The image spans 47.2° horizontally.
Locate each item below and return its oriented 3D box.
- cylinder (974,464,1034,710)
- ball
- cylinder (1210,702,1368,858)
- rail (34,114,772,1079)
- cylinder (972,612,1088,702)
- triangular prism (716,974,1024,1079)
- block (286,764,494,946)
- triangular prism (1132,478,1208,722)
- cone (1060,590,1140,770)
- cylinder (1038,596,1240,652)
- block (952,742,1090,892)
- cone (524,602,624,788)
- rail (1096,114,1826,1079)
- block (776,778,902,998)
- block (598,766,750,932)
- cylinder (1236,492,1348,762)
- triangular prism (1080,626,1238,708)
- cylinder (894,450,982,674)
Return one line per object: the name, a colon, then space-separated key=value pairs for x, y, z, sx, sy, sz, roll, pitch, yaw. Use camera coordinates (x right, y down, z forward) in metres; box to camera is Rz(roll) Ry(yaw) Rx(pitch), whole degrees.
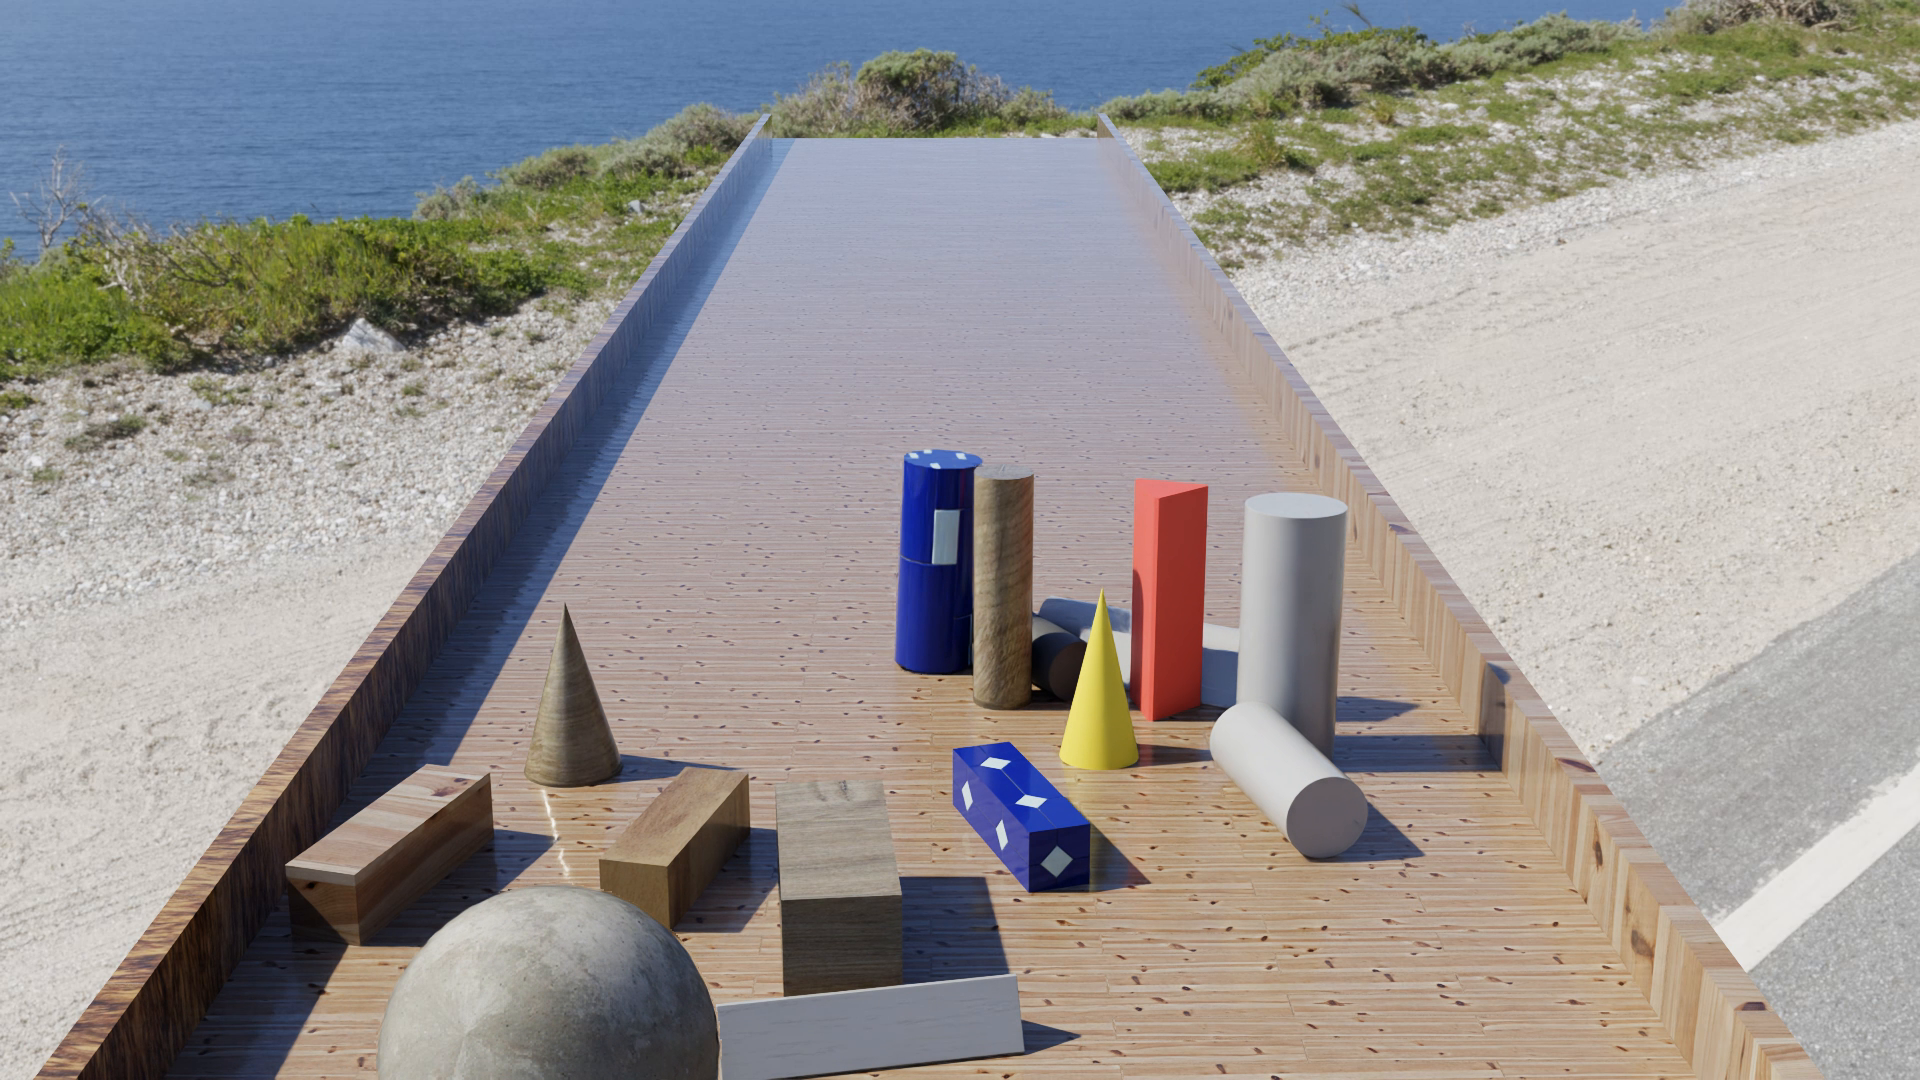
cylinder: x=0.081 y=0.090 z=4.135 sx=0.112 sy=0.451 sz=0.112 roll=0 pitch=17 yaw=0
ball: x=-0.473 y=0.595 z=2.542 sx=0.389 sy=0.389 sz=0.389 roll=0 pitch=17 yaw=0
cylinder: x=0.542 y=0.393 z=3.658 sx=0.140 sy=0.140 sz=0.348 roll=-4 pitch=17 yaw=-13
rail: x=-1.118 y=-0.838 z=7.780 sx=0.050 sy=0.150 sz=12.000 roll=0 pitch=17 yaw=-1
cylinder: x=0.143 y=0.208 z=4.320 sx=0.118 sy=0.118 sz=0.330 roll=-9 pitch=19 yaw=-27
triangular prism: x=-0.121 y=0.637 z=2.920 sx=0.402 sy=0.090 sz=0.104 roll=-3 pitch=17 yaw=-12
block: x=-0.875 y=0.481 z=3.407 sx=0.115 sy=0.115 sz=0.405 roll=5 pitch=17 yaw=16
triangular prism: x=0.367 y=0.106 z=4.114 sx=0.136 sy=0.432 sz=0.118 roll=-14 pitch=22 yaw=-39
cone: x=0.249 y=0.233 z=3.889 sx=0.142 sy=0.316 sz=0.142 roll=0 pitch=17 yaw=0
cylinder: x=0.370 y=0.198 z=4.373 sx=0.440 sy=0.107 sz=0.107 roll=10 pitch=19 yaw=29
block: x=0.095 y=0.443 z=3.559 sx=0.101 sy=0.101 sz=0.360 roll=-6 pitch=17 yaw=-18
cone: x=-0.680 y=0.254 z=3.828 sx=0.173 sy=0.310 sz=0.173 roll=0 pitch=17 yaw=0
rail: x=0.932 y=-0.844 z=7.801 sx=0.050 sy=0.150 sz=12.000 roll=0 pitch=17 yaw=-1
block: x=-0.182 y=0.509 z=3.224 sx=0.165 sy=0.165 sz=0.410 roll=-2 pitch=17 yaw=-6
block: x=-0.440 y=0.477 z=3.434 sx=0.108 sy=0.108 sz=0.368 roll=4 pitch=17 yaw=13
cylinder: x=0.582 y=0.160 z=3.878 sx=0.177 sy=0.458 sz=0.177 roll=1 pitch=15 yaw=0
triangular prism: x=0.415 y=0.241 z=4.246 sx=0.394 sy=0.093 sz=0.107 roll=9 pitch=19 yaw=27
cylinder: x=-0.044 y=0.041 z=4.347 sx=0.156 sy=0.414 sz=0.156 roll=3 pitch=16 yaw=-1
